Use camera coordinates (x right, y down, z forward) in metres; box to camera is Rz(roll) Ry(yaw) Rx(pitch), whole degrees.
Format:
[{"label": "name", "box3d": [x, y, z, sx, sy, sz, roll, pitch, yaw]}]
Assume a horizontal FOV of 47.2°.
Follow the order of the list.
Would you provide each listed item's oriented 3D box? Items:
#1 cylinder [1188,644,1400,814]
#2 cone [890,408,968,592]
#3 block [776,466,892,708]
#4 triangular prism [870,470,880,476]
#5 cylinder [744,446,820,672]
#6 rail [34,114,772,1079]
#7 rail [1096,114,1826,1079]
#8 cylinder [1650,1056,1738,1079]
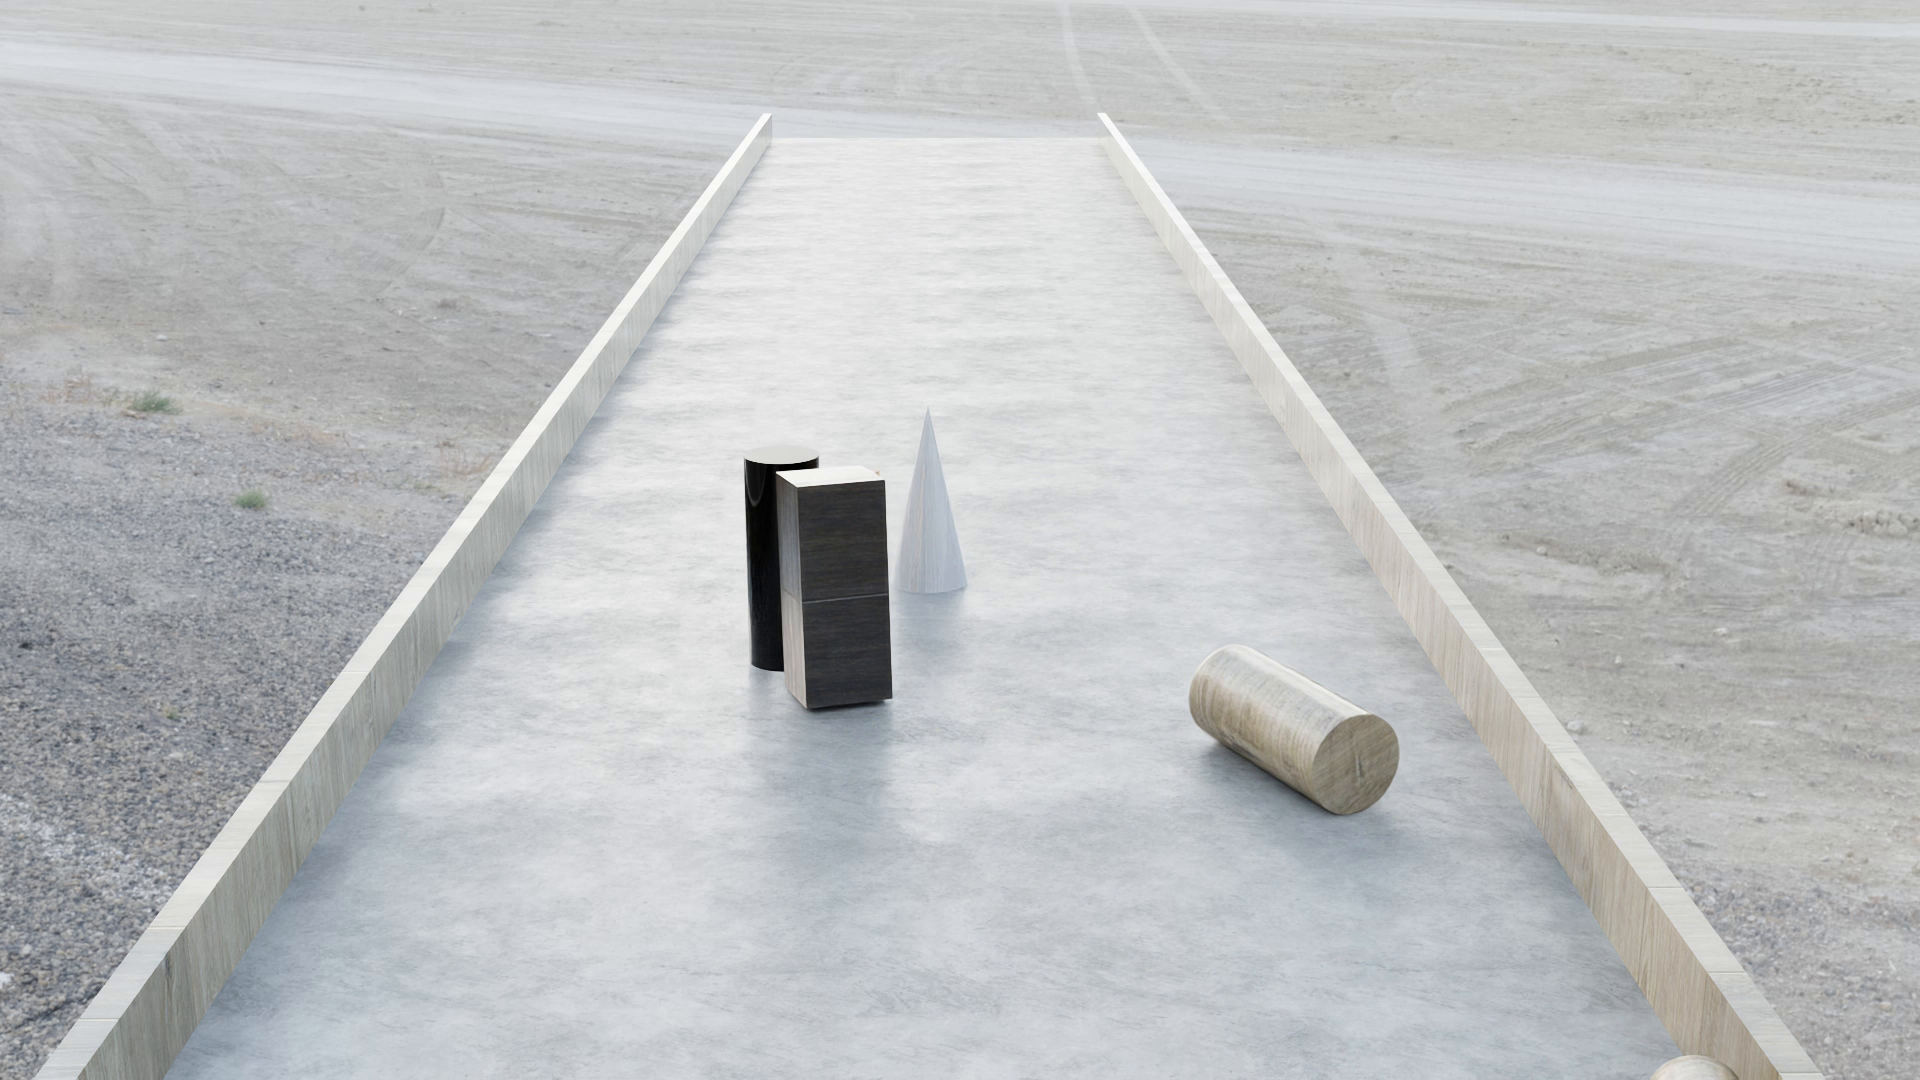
[{"label": "cylinder", "box3d": [0.575, 0.323, 3.828, 0.177, 0.177, 0.390, -8, 18, -24]}, {"label": "cone", "box3d": [-0.070, -0.103, 4.862, 0.175, 0.405, 0.175, 0, 17, 0]}, {"label": "block", "box3d": [-0.239, 0.086, 4.176, 0.168, 0.422, 0.168, -5, 13, -17]}, {"label": "triangular prism", "box3d": [-0.252, 0.010, 4.647, 0.112, 0.311, 0.129, 10, 19, 30]}, {"label": "cylinder", "box3d": [-0.349, 0.036, 4.361, 0.149, 0.425, 0.149, 0, 17, 0]}, {"label": "rail", "box3d": [-1.118, -0.838, 7.780, 0.050, 0.150, 12.000, 0, 17, -1]}, {"label": "rail", "box3d": [0.932, -0.844, 7.801, 0.050, 0.150, 12.000, 0, 17, -1]}, {"label": "cylinder", "box3d": [0.875, 0.742, 2.527, 0.117, 0.117, 0.389, 3, 17, 9]}]
